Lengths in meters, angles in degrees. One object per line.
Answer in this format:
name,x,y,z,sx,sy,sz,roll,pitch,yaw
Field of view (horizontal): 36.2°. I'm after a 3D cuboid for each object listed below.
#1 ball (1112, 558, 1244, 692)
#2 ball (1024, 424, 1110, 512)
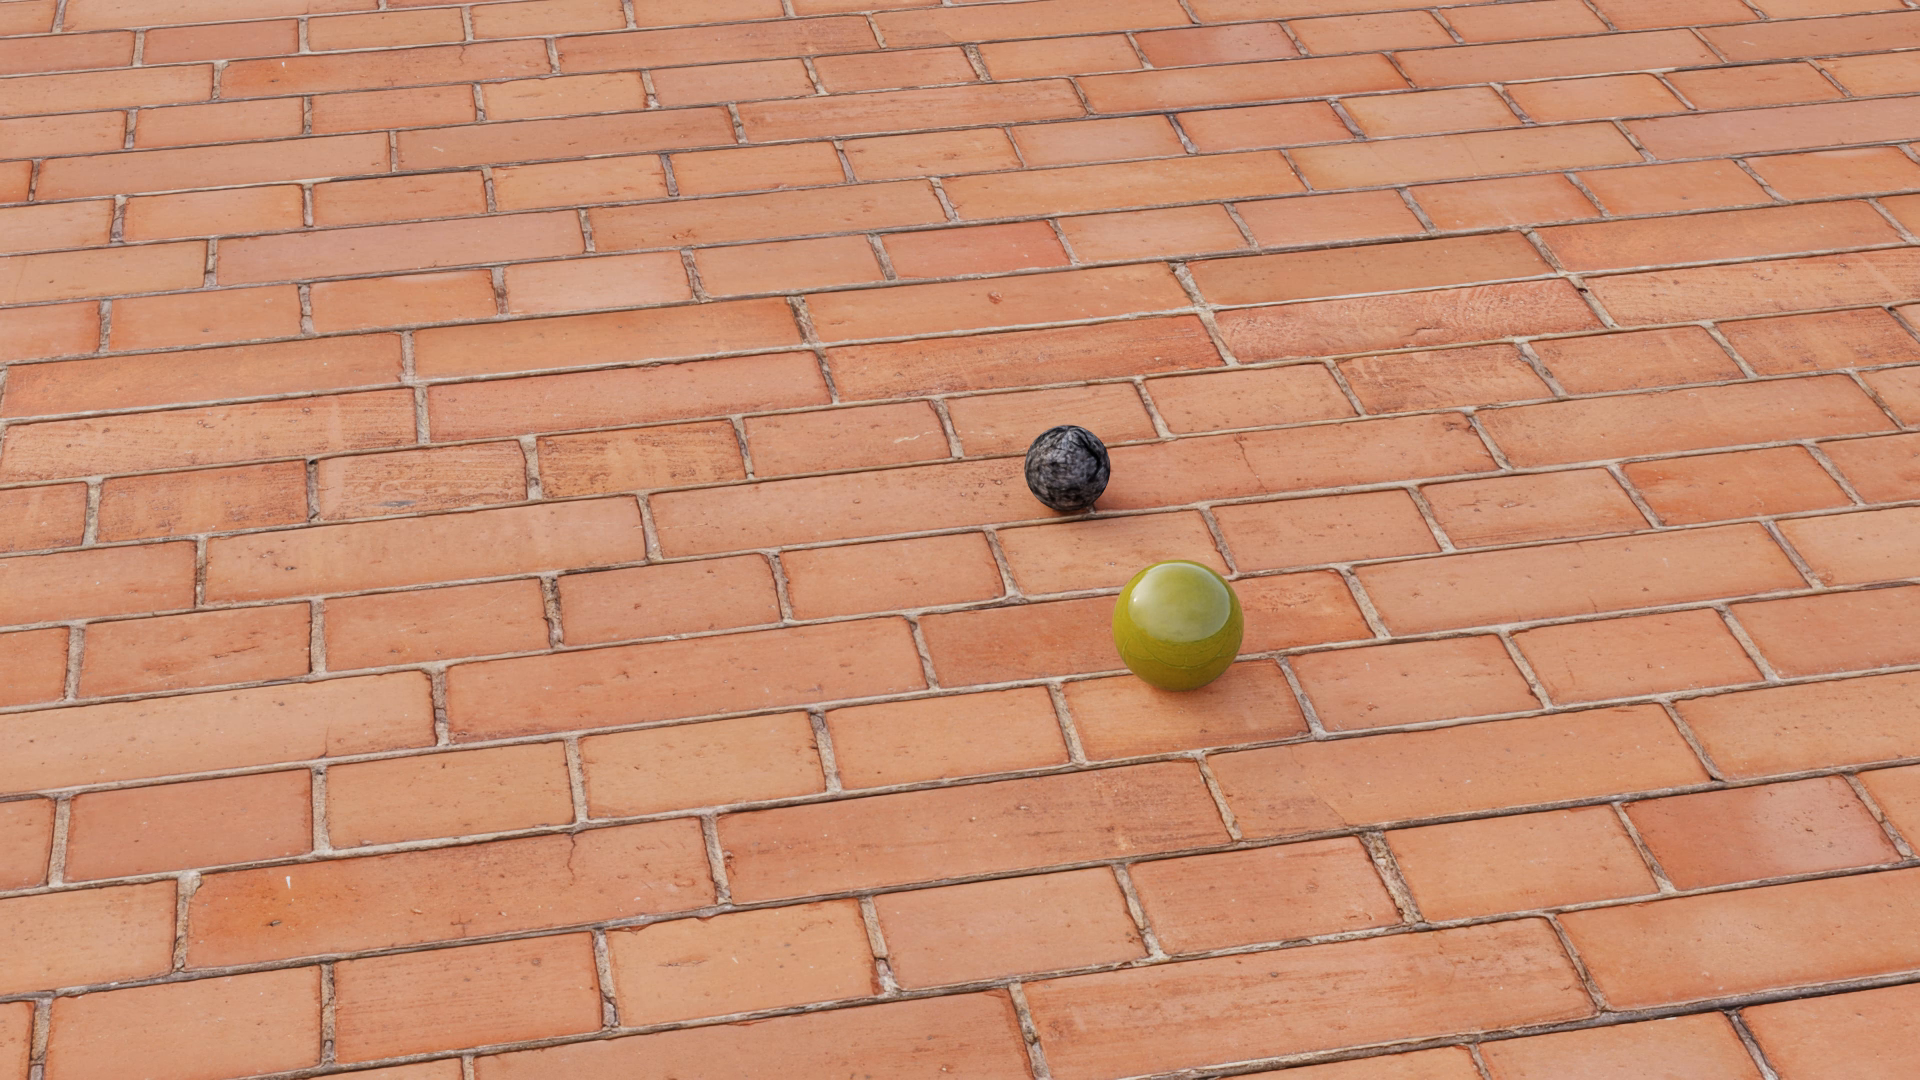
ball,0.113,0.044,1.525,0.069,0.069,0.069,0,32,0
ball,0.061,-0.041,1.679,0.049,0.049,0.049,0,32,0
